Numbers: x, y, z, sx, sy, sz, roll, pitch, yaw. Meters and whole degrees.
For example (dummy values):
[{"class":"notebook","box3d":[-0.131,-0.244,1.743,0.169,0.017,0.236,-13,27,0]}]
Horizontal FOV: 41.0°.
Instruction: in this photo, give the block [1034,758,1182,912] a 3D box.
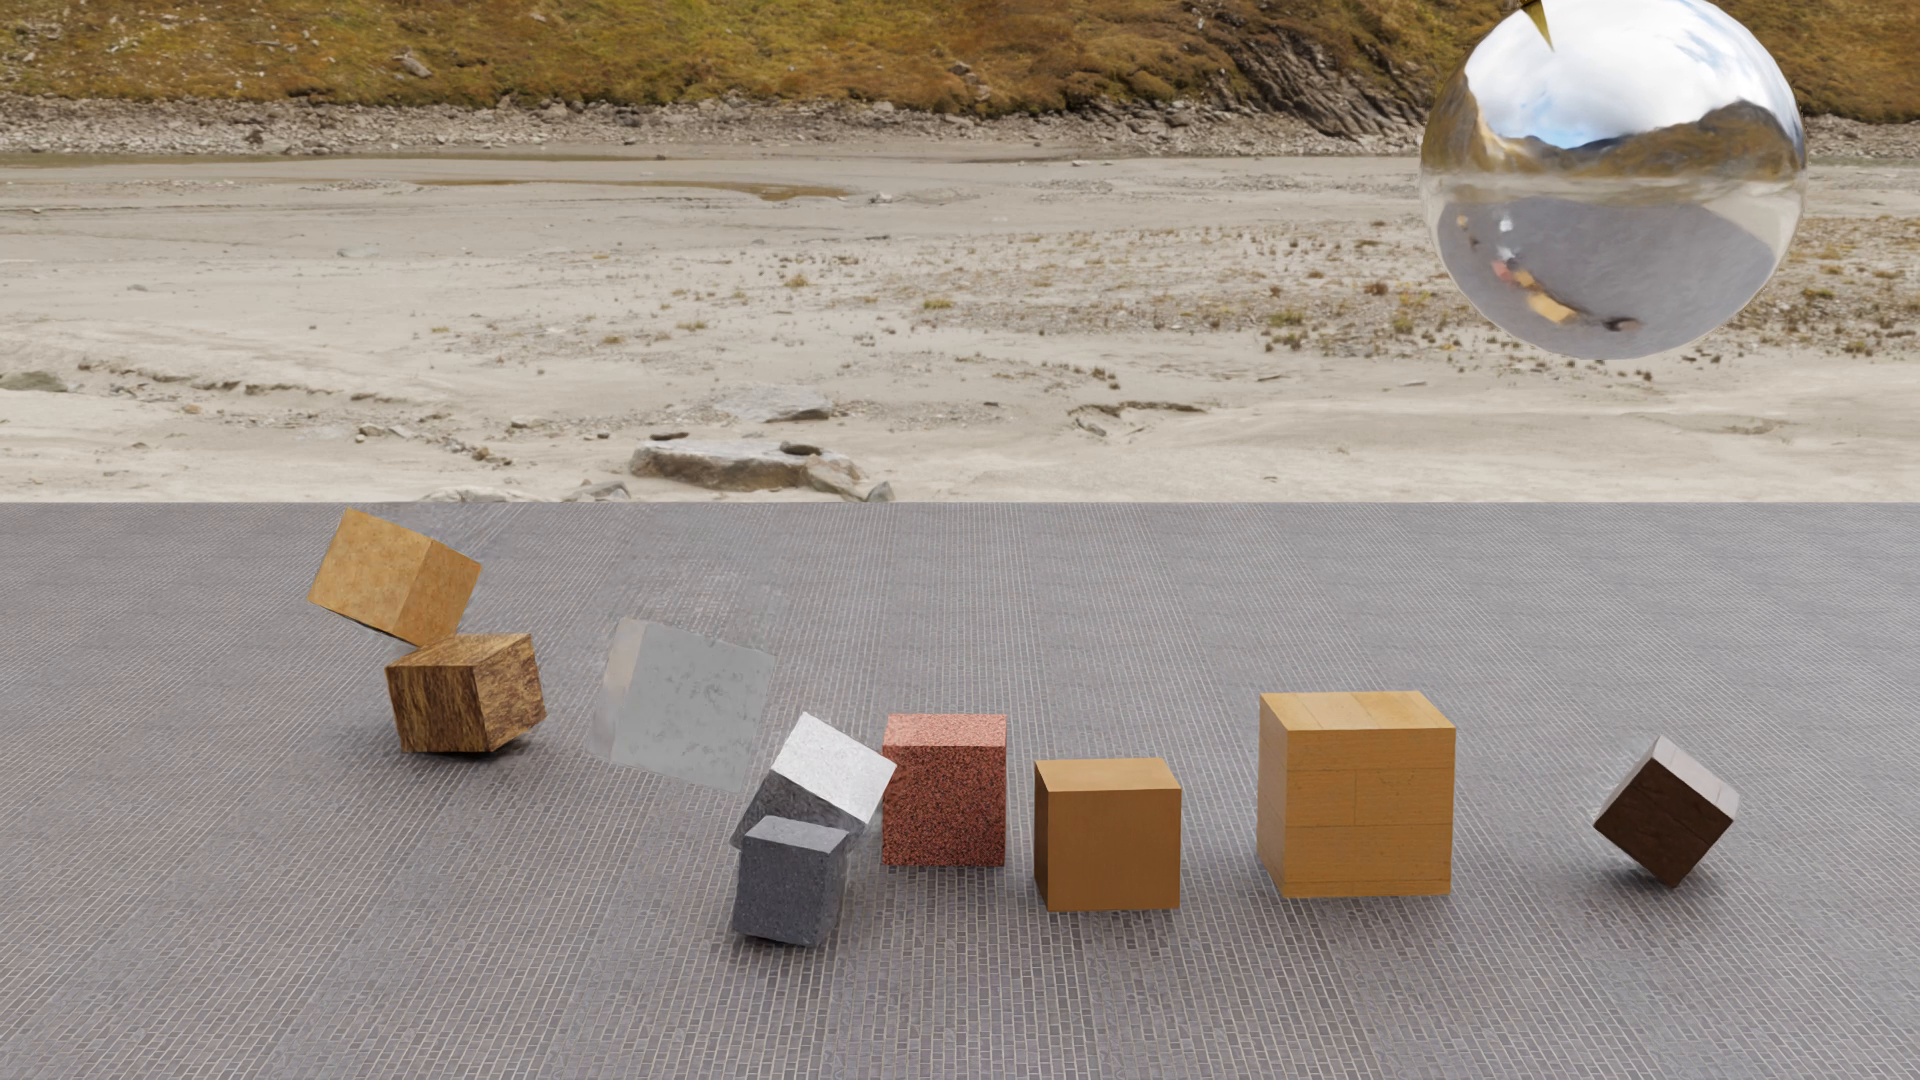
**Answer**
[{"class":"block","box3d":[0.632,1.270,11.104,0.566,0.529,0.502,-1,10,-5]}]

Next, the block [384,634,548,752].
[{"class":"block","box3d":[-2.596,0.801,13.499,0.564,0.473,0.527,-2,16,26]}]

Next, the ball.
[{"class":"ball","box3d":[2.760,-1.561,10.896,1.600,1.600,1.600,0,10,0]}]

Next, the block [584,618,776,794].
[{"class":"block","box3d":[-1.128,0.659,10.284,0.541,0.561,0.490,17,-6,-19]}]

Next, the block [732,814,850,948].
[{"class":"block","box3d":[-0.695,1.402,10.559,0.360,0.409,0.324,10,11,10]}]

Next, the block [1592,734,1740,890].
[{"class":"block","box3d":[3.125,1.197,11.339,0.435,0.413,0.418,39,20,10]}]

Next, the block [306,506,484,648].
[{"class":"block","box3d":[-3.032,0.230,13.797,0.557,0.542,0.588,19,-9,21]}]

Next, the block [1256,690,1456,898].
[{"class":"block","box3d":[1.739,1.115,11.351,0.729,0.745,0.667,-1,10,-4]}]

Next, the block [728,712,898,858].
[{"class":"block","box3d":[-0.638,1.146,11.146,0.471,0.471,0.466,30,32,-1]}]

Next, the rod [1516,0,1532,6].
[{"class":"rod","box3d":[1.196,-4.531,10.356,0.080,5.200,0.080,-27,9,5]}]

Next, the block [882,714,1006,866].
[{"class":"block","box3d":[-0.064,1.138,11.756,0.547,0.555,0.580,0,10,2]}]
